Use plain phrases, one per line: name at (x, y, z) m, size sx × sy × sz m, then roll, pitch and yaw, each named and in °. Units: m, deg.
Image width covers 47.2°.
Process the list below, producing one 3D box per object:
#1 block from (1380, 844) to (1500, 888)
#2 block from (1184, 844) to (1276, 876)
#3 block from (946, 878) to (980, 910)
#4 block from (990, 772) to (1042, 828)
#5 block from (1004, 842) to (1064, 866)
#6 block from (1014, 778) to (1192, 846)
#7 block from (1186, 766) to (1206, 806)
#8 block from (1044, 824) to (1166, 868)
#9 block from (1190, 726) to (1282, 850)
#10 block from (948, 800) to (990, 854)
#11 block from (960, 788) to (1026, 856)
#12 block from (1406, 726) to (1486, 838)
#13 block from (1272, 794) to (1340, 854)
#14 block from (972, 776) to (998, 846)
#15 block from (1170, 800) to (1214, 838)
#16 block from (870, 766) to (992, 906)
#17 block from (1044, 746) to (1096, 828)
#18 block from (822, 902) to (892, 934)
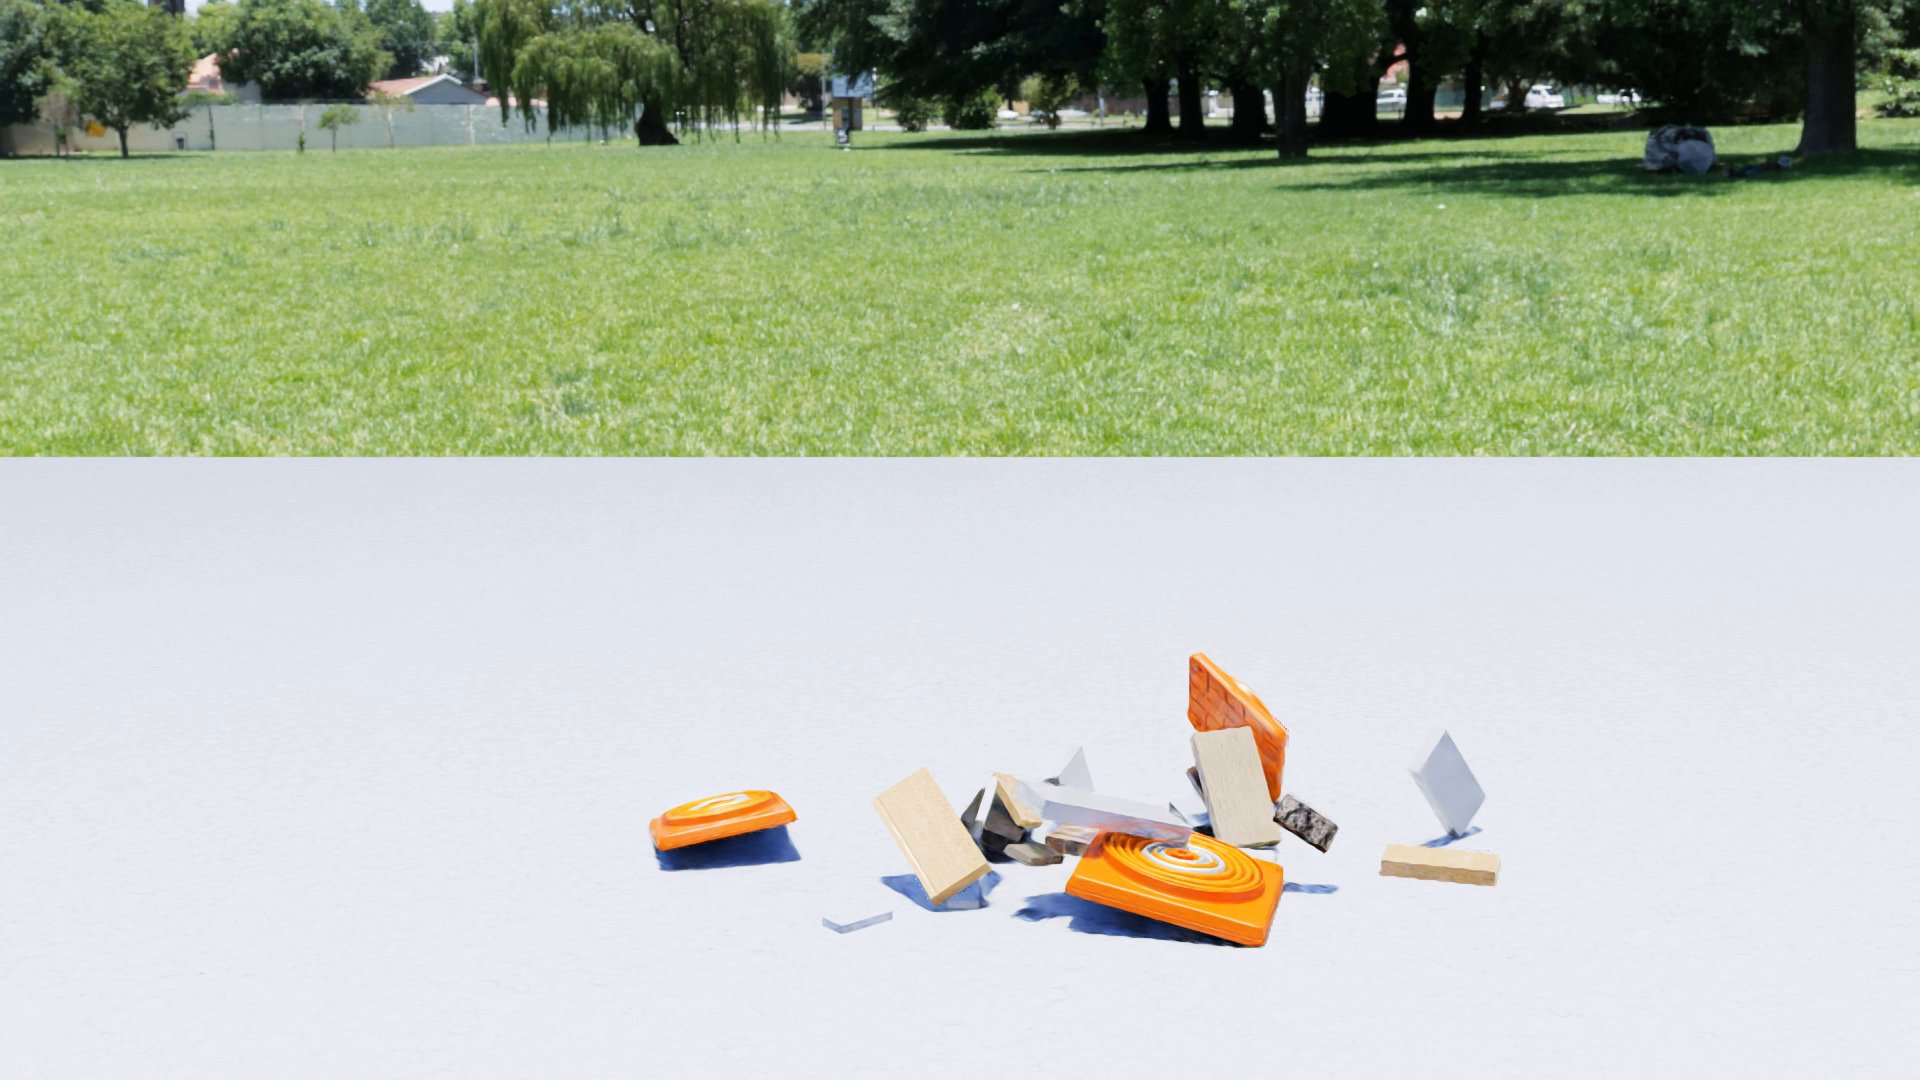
block at (0.823, 0.557, 3.772) m, size 0.191 × 0.027 × 0.095 m, roll 3°, pitch 11°, yaw 18°
block at (0.468, 0.554, 3.807) m, size 0.148 × 0.021 × 0.074 m, roll 3°, pitch 11°, yaw 17°
block at (0.005, 0.586, 3.647) m, size 0.056 × 0.016 × 0.113 m, roll 0°, pitch 11°, yaw 1°
block at (0.099, 0.464, 3.922) m, size 0.056 × 0.016 × 0.112 m, roll 13°, pitch 35°, yaw -47°
block at (0.121, 0.510, 3.567) m, size 0.052 × 0.015 × 0.104 m, roll 26°, pitch 9°, yaw 33°
block at (0.235, 0.448, 3.616) m, size 0.279 × 0.031 × 0.109 m, roll 14°, pitch 7°, yaw -25°
block at (0.478, 0.465, 3.975) m, size 0.074 × 0.021 × 0.148 m, roll -21°, pitch 62°, yaw -18°
block at (0.255, 0.537, 3.879) m, size 0.191 × 0.027 × 0.095 m, roll 7°, pitch 12°, yaw 32°
block at (0.491, 0.444, 3.920) m, size 0.109 × 0.219 × 0.031 m, roll -6°, pitch -27°, yaw -13°
block at (0.011, 0.518, 3.978) m, size 0.104 × 0.030 × 0.209 m, roll 1°, pitch 11°, yaw 7°
block at (0.063, 0.500, 3.915) m, size 0.104 × 0.030 × 0.209 m, roll 20°, pitch 12°, yaw 8°
block at (0.869, 0.433, 3.925) m, size 0.027 × 0.201 × 0.095 m, roll 15°, pitch 59°, yaw 48°
block at (0.577, 0.473, 3.668) m, size 0.103 × 0.052 × 0.015 m, roll 32°, pitch -31°, yaw 2°
block at (0.041, 0.453, 3.691) m, size 0.016 × 0.056 × 0.113 m, roll 16°, pitch 37°, yaw 5°
block at (0.442, 0.511, 4.036) m, size 0.074 × 0.021 × 0.148 m, roll -2°, pitch 11°, yaw -11°
block at (-0.049, 0.490, 3.653) m, size 0.109 × 0.031 × 0.219 m, roll -32°, pitch 54°, yaw -5°
block at (0.205, 0.460, 4.070) m, size 0.030 × 0.104 × 0.209 m, roll -15°, pitch 6°, yaw 17°
block at (-0.165, 0.608, 3.533) m, size 0.103 × 0.015 × 0.052 m, roll -9°, pitch 14°, yaw -40°
